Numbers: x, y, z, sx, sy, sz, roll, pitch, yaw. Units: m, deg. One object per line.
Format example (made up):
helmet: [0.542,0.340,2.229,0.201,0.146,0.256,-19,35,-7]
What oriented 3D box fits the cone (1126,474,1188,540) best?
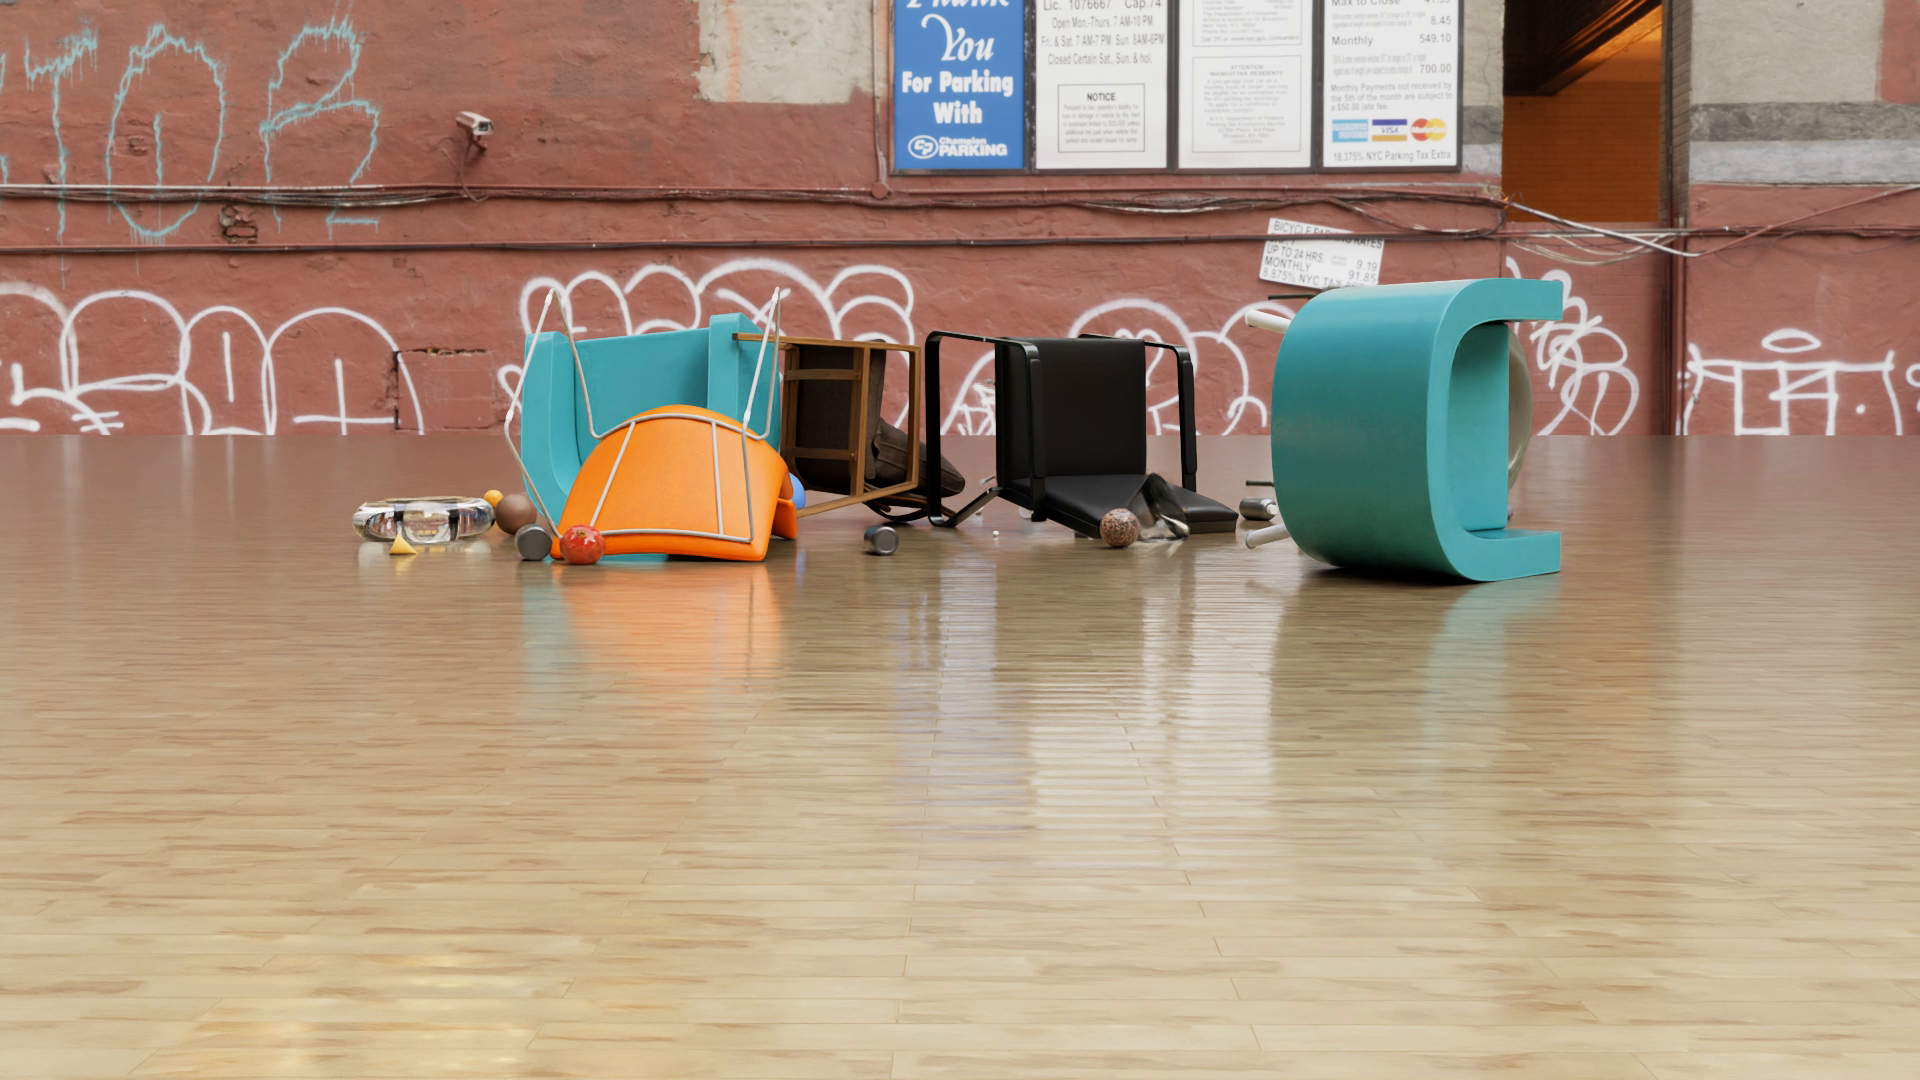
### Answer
cone: [0.522,-0.050,6.538,0.224,0.223,0.312,-27,-4,17]

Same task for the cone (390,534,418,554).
cone: [-1.509,0.024,5.988,0.070,0.061,0.060,23,-42,-14]

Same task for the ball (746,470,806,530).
ball: [-0.590,-0.131,7.046,0.192,0.192,0.192,0,4,0]

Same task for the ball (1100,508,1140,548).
ball: [0.451,-0.033,6.204,0.113,0.113,0.113,0,4,0]

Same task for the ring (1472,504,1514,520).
ring: [1.846,-0.098,7.621,0.114,0.050,0.280,4,5,33]

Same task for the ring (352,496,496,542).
ring: [-1.597,-0.063,6.558,0.424,0.126,0.364,-4,5,-34]

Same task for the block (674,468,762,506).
block: [-0.931,-0.206,8.514,0.301,0.142,0.258,0,4,3]
